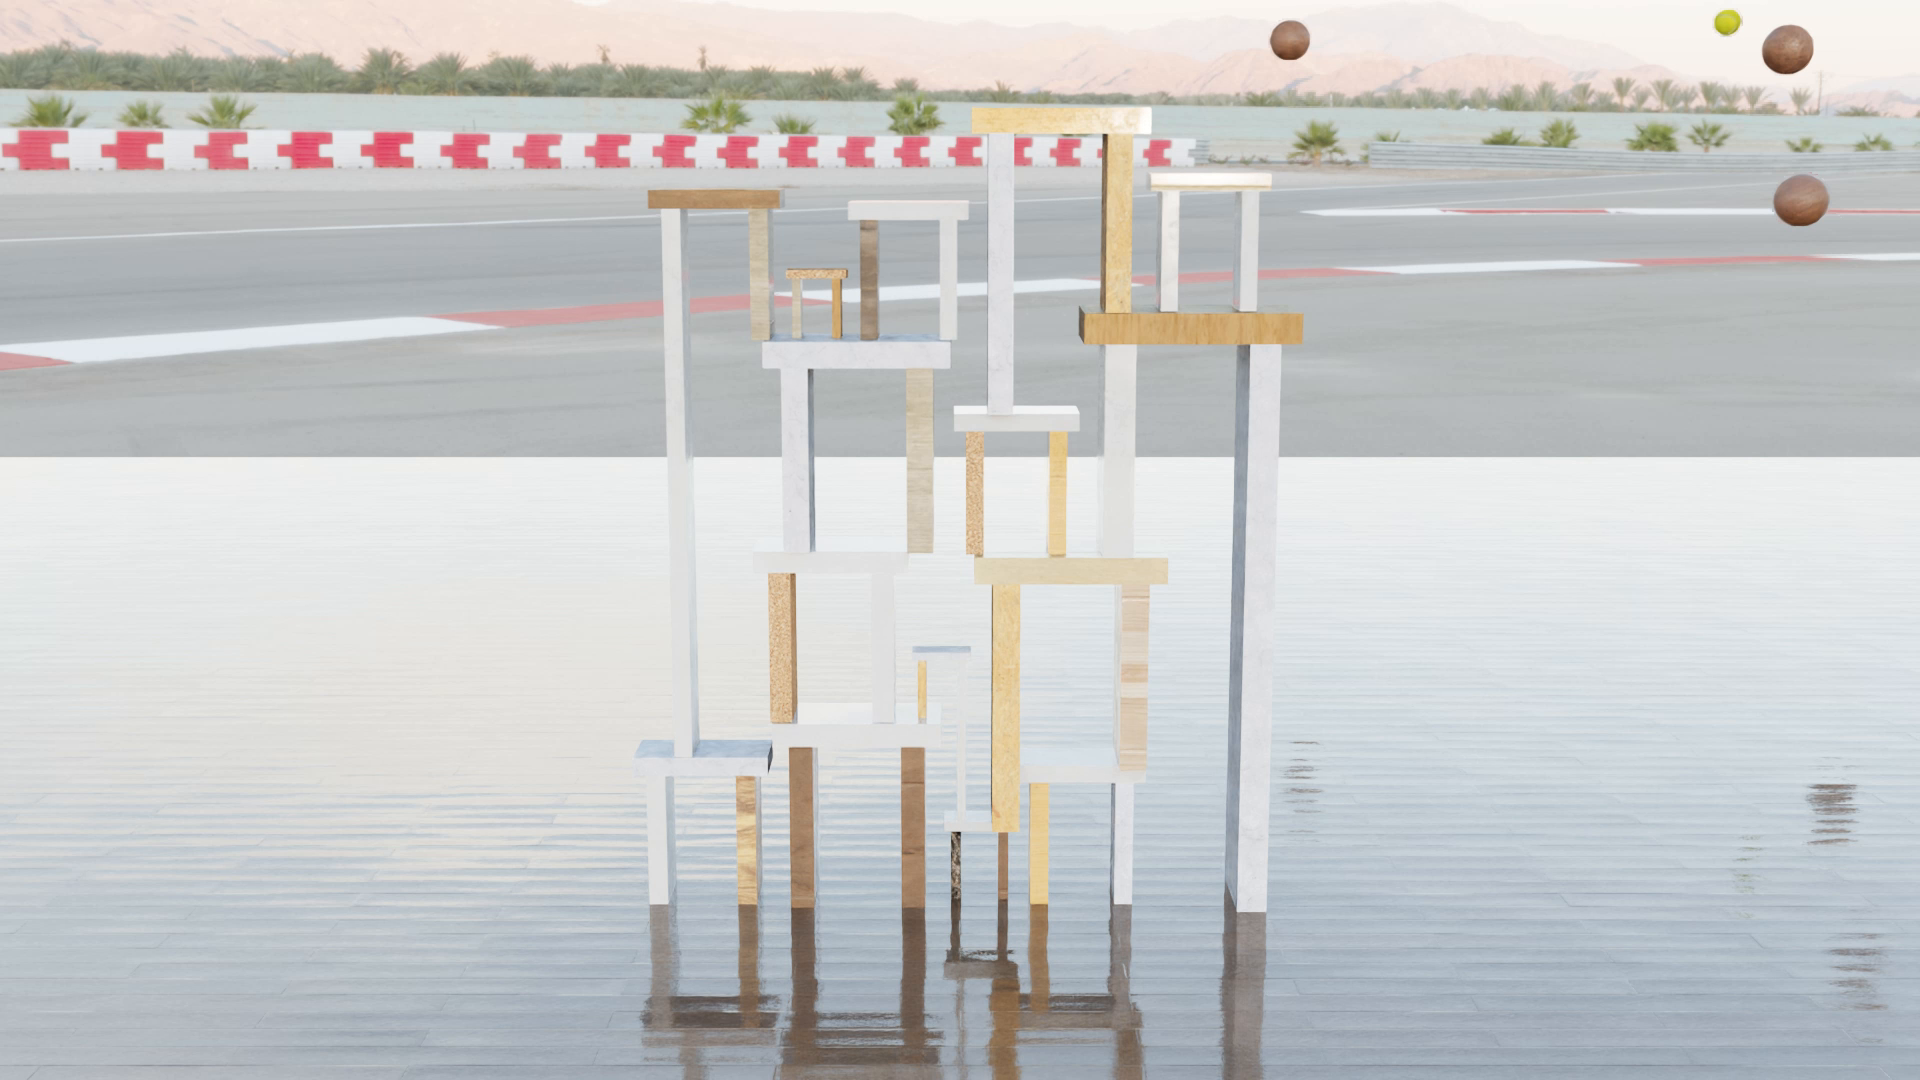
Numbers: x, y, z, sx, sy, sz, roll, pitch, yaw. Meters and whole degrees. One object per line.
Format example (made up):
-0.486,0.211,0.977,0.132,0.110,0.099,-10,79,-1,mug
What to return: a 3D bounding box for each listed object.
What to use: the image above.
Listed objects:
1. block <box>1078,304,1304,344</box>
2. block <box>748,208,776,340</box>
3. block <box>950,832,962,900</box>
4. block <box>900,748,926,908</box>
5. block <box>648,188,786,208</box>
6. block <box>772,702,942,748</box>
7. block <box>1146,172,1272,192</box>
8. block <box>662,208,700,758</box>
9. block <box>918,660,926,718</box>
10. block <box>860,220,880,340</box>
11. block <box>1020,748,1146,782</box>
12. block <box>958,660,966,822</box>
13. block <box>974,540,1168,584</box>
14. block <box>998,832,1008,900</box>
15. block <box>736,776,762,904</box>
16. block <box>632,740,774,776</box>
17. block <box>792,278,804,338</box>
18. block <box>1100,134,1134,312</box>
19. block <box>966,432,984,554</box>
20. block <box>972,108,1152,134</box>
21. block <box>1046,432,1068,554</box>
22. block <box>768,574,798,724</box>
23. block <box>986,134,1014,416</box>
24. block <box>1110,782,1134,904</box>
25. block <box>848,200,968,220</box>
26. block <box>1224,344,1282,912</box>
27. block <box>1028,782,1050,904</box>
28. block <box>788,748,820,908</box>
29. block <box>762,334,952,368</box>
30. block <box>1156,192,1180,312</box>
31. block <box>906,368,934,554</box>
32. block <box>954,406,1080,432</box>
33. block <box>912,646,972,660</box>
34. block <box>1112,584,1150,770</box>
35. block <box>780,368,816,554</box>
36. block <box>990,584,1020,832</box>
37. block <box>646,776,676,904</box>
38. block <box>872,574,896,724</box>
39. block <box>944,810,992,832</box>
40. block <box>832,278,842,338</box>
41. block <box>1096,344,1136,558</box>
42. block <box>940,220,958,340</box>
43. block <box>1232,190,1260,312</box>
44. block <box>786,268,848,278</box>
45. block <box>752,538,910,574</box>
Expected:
0.362,-0.343,3.493,0.338,0.048,0.169,0,11,0,block
-0.313,-0.423,3.481,0.029,0.204,0.102,0,11,0,block
-0.007,0.532,3.661,0.017,0.117,0.059,0,11,0,block
-0.076,0.456,3.645,0.039,0.272,0.136,0,11,0,block
-0.382,-0.537,3.460,0.204,0.029,0.102,0,11,0,block
-0.167,0.304,3.617,0.272,0.039,0.136,0,11,0,block
0.390,-0.564,3.459,0.186,0.026,0.093,0,11,0,block
-0.449,-0.089,3.543,0.029,0.882,0.102,0,11,0,block
-0.062,0.239,3.600,0.014,0.095,0.048,0,11,0,block
-0.143,-0.415,3.484,0.027,0.187,0.094,0,11,0,block
0.199,0.372,3.630,0.207,0.029,0.103,0,11,0,block
0.002,0.326,3.616,0.014,0.272,0.048,0,11,0,block
0.176,0.035,3.562,0.307,0.043,0.153,0,11,0,block
0.071,0.532,3.661,0.017,0.117,0.058,0,11,0,block
-0.350,0.482,3.652,0.031,0.219,0.109,0,11,0,block
-0.422,0.359,3.629,0.219,0.031,0.109,0,11,0,block
-0.258,-0.369,3.494,0.013,0.095,0.047,0,11,0,block
0.246,-0.501,3.464,0.039,0.275,0.137,0,11,0,block
0.023,-0.083,3.539,0.028,0.198,0.099,0,11,0,block
0.155,-0.655,3.435,0.275,0.039,0.137,0,11,0,block
0.155,-0.083,3.540,0.028,0.198,0.099,0,11,0,block
-0.289,0.163,3.590,0.035,0.248,0.124,0,11,0,block
0.063,-0.422,3.478,0.039,0.435,0.137,0,11,0,block
0.268,0.488,3.652,0.029,0.207,0.103,0,11,0,block
-0.080,-0.519,3.463,0.187,0.027,0.094,0,11,1,block
0.475,0.136,3.582,0.048,0.925,0.169,0,11,0,block
0.130,0.488,3.652,0.029,0.207,0.104,0,11,0,block
-0.258,0.456,3.645,0.039,0.272,0.136,0,11,0,block
-0.161,-0.301,3.500,0.293,0.042,0.147,0,11,0,block
0.328,-0.459,3.478,0.026,0.186,0.093,0,11,0,block
-0.063,-0.137,3.531,0.042,0.293,0.147,0,11,0,block
0.089,-0.194,3.519,0.198,0.028,0.099,0,11,0,block
-0.030,0.185,3.590,0.095,0.014,0.048,0,11,0,block
0.279,0.207,3.594,0.043,0.307,0.153,0,10,0,block
-0.259,-0.137,3.531,0.042,0.293,0.147,0,11,0,block
0.074,0.258,3.602,0.043,0.410,0.153,0,11,0,block
-0.495,0.482,3.652,0.031,0.219,0.109,0,11,0,block
-0.124,0.163,3.590,0.035,0.248,0.124,0,11,0,block
0.032,0.466,3.649,0.117,0.017,0.058,0,11,0,block
-0.195,-0.369,3.494,0.013,0.095,0.047,0,11,0,block
0.250,-0.153,3.529,0.048,0.338,0.169,0,11,0,block
-0.018,-0.415,3.485,0.027,0.187,0.094,0,11,0,block
0.452,-0.459,3.479,0.026,0.186,0.093,0,11,0,block
-0.226,-0.422,3.484,0.095,0.013,0.047,0,11,1,block
-0.206,0.024,3.565,0.248,0.035,0.124,0,11,0,block
